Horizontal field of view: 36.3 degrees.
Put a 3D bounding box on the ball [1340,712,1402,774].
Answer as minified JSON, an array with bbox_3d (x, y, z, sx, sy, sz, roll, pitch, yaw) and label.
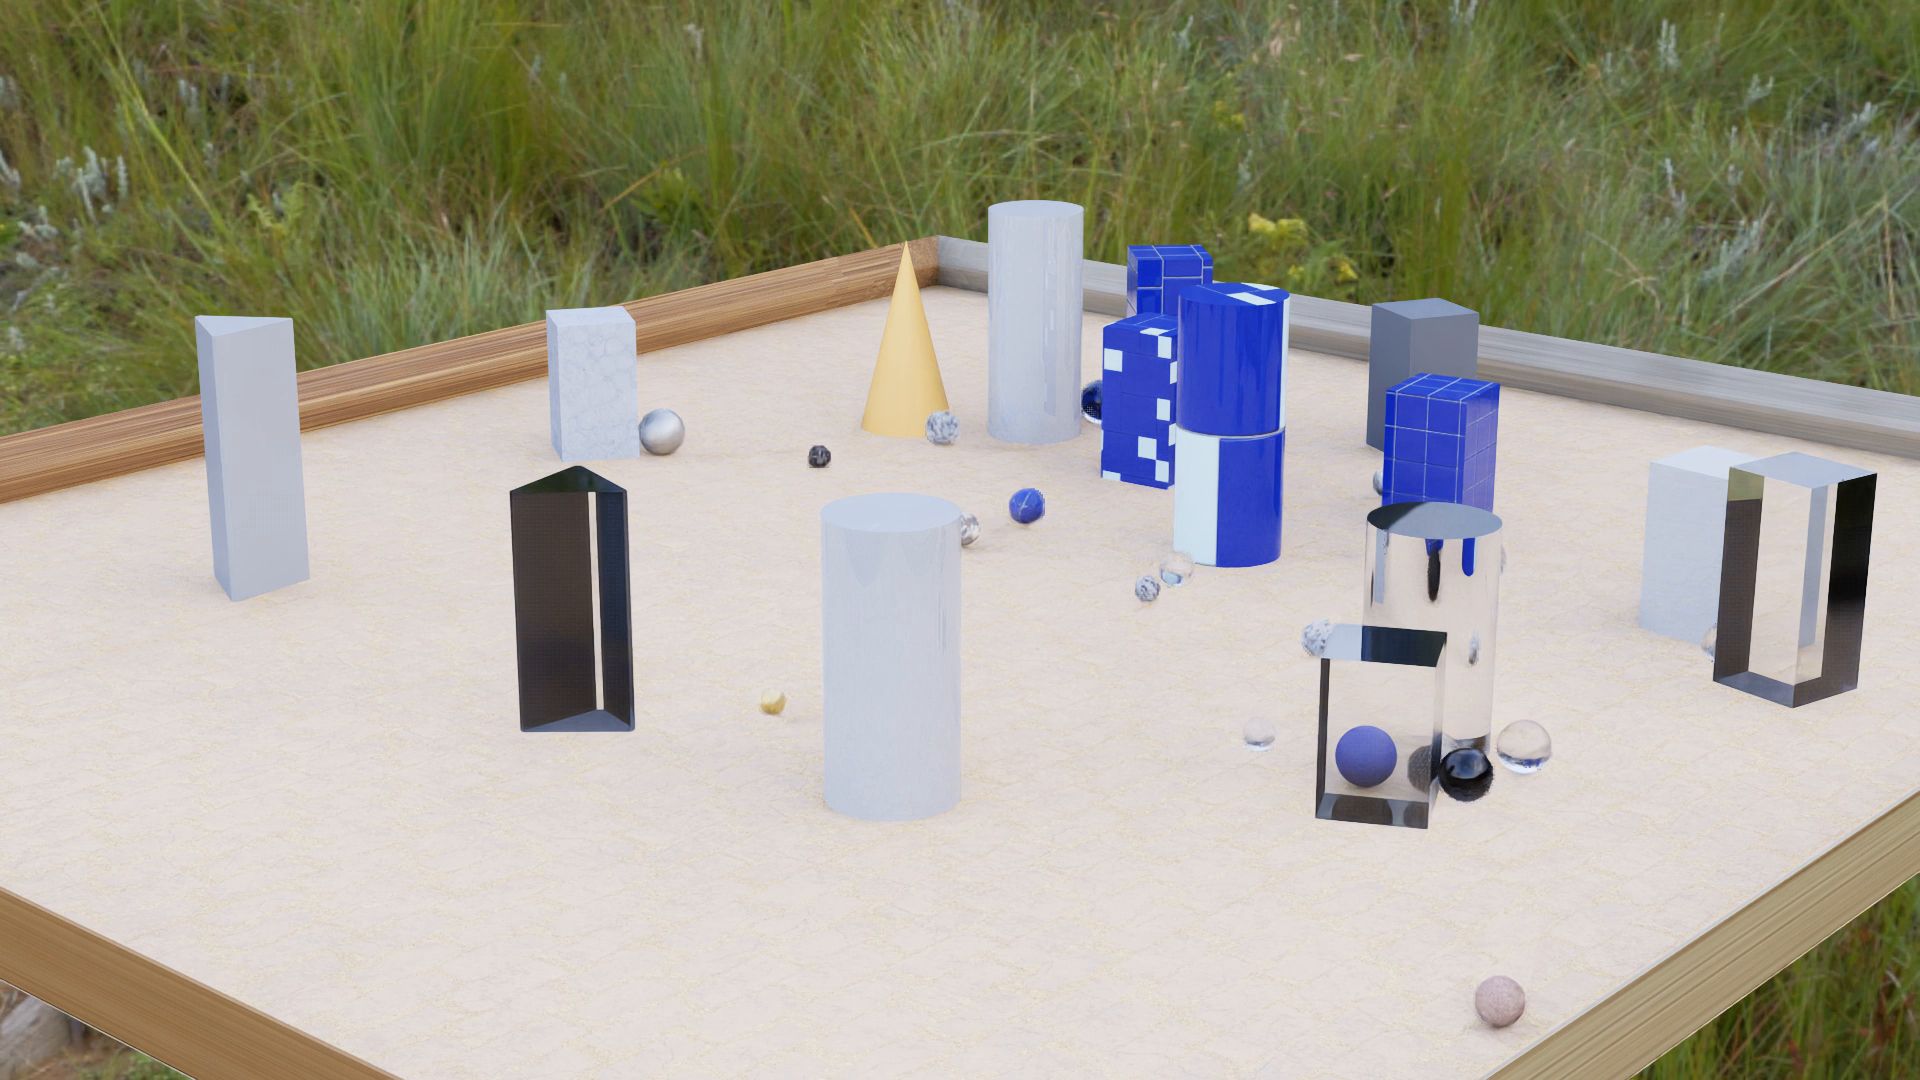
[{"bbox_3d":[0.604,0.298,4.309,0.090,0.090,0.090,0,17,0],"label":"ball"}]

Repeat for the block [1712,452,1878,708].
[{"bbox_3d":[1.318,0.061,4.634,0.159,0.357,0.159,-12,20,-34],"label":"block"}]

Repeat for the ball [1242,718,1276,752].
[{"bbox_3d":[0.449,0.292,4.395,0.052,0.052,0.052,0,17,0],"label":"ball"}]

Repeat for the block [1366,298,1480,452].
[{"bbox_3d":[0.951,-0.331,6.037,0.159,0.298,0.159,-7,18,-21],"label":"block"}]

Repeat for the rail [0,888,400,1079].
[{"bbox_3d":[-1.271,0.455,3.718,3.567,0.129,0.045,14,22,39],"label":"rail"}]

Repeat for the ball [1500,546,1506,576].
[{"bbox_3d":[0.913,0.035,5.166,0.099,0.099,0.099,0,17,0],"label":"ball"}]

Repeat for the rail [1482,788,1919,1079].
[{"bbox_3d":[1.329,0.365,4.015,0.045,0.129,3.926,14,22,39],"label":"rail"}]

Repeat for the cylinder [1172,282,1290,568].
[{"bbox_3d":[0.490,-0.209,5.313,0.198,0.482,0.198,0,17,0],"label":"cylinder"}]

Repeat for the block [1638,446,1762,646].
[{"bbox_3d":[1.260,0.010,4.914,0.159,0.291,0.159,-14,22,-40],"label":"block"}]

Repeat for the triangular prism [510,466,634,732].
[{"bbox_3d":[-0.587,0.089,4.500,0.172,0.381,0.149,0,17,-1],"label":"triangular prism"}]

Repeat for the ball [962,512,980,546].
[{"bbox_3d":[0.006,-0.021,5.416,0.062,0.062,0.062,0,17,0],"label":"ball"}]

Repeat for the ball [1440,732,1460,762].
[{"bbox_3d":[0.694,0.315,4.281,0.073,0.073,0.073,0,17,0],"label":"ball"}]

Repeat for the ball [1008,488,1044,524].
[{"bbox_3d":[0.125,-0.064,5.551,0.066,0.066,0.066,0,17,0],"label":"ball"}]

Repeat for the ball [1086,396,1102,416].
[{"bbox_3d":[0.293,-0.290,6.342,0.042,0.042,0.042,0,17,0],"label":"ball"}]

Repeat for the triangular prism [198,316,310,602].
[{"bbox_3d":[-1.270,-0.151,5.135,0.149,0.473,0.172,12,21,35],"label":"triangular prism"}]

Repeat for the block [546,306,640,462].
[{"bbox_3d":[-0.755,-0.322,6.031,0.159,0.283,0.159,-5,17,-15],"label":"block"}]

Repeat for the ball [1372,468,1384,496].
[{"bbox_3d":[0.834,-0.113,5.730,0.057,0.057,0.057,0,17,0],"label":"ball"}]

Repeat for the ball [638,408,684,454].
[{"bbox_3d":[-0.614,-0.223,6.027,0.096,0.096,0.096,0,17,0],"label":"ball"}]

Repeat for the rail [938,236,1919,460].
[{"bbox_3d":[1.271,-0.390,6.522,3.567,0.129,0.045,14,22,39],"label":"rail"}]

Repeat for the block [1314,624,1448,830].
[{"bbox_3d":[0.599,0.263,4.166,0.159,0.240,0.159,4,17,14],"label":"block"}]

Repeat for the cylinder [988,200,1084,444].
[{"bbox_3d":[0.157,-0.457,6.143,0.198,0.478,0.198,0,17,0],"label":"cylinder"}]

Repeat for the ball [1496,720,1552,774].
[{"bbox_3d":[0.829,0.304,4.307,0.080,0.080,0.080,0,17,0],"label":"ball"}]

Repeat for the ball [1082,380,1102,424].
[{"bbox_3d":[0.300,-0.295,6.272,0.094,0.094,0.094,0,17,0],"label":"ball"}]

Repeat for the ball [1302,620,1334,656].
[{"bbox_3d":[0.593,0.160,4.819,0.060,0.060,0.060,0,17,0],"label":"ball"}]

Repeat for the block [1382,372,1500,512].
[{"bbox_3d":[0.896,-0.151,5.475,0.159,0.278,0.159,10,19,30],"label":"block"}]

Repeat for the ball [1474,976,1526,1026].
[{"bbox_3d":[0.647,0.553,3.514,0.061,0.061,0.061,0,17,0],"label":"ball"}]

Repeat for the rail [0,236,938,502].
[{"bbox_3d":[-1.329,-0.301,6.225,0.045,0.129,3.926,14,22,39],"label":"rail"}]

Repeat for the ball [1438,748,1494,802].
[{"bbox_3d":[0.725,0.336,4.201,0.078,0.078,0.078,0,17,0],"label":"ball"}]

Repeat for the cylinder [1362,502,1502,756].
[{"bbox_3d":[0.700,0.140,4.374,0.198,0.354,0.198,0,17,0],"label":"cylinder"}]

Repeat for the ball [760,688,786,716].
[{"bbox_3d":[-0.290,0.251,4.549,0.041,0.041,0.041,0,17,0],"label":"ball"}]

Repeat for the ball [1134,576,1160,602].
[{"bbox_3d":[0.325,0.085,5.094,0.046,0.046,0.046,0,17,0],"label":"ball"}]

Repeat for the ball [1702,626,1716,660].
[{"bbox_3d":[1.243,0.169,4.784,0.063,0.063,0.063,0,17,0],"label":"ball"}]

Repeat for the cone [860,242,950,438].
[{"bbox_3d":[-0.113,-0.437,6.208,0.198,0.402,0.198,0,17,0],"label":"cone"}]

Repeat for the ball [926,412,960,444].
[{"bbox_3d":[-0.035,-0.234,6.110,0.070,0.070,0.070,0,17,0],"label":"ball"}]

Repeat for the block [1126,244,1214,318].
[{"bbox_3d":[0.443,-0.432,6.250,0.159,0.368,0.159,-1,17,-4],"label":"block"}]

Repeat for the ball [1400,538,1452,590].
[{"bbox_3d":[0.819,0.042,5.160,0.090,0.090,0.090,0,17,0],"label":"ball"}]

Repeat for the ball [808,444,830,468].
[{"bbox_3d":[-0.285,-0.169,5.936,0.047,0.047,0.047,0,17,0],"label":"ball"}]

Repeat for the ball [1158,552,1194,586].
[{"bbox_3d":[0.381,0.051,5.176,0.062,0.062,0.062,0,17,0],"label":"ball"}]

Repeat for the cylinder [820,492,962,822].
[{"bbox_3d":[-0.097,0.165,4.169,0.198,0.426,0.198,0,17,0],"label":"cylinder"}]

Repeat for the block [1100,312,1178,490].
[{"bbox_3d":[0.393,-0.279,5.841,0.159,0.311,0.159,12,20,34],"label":"block"}]
